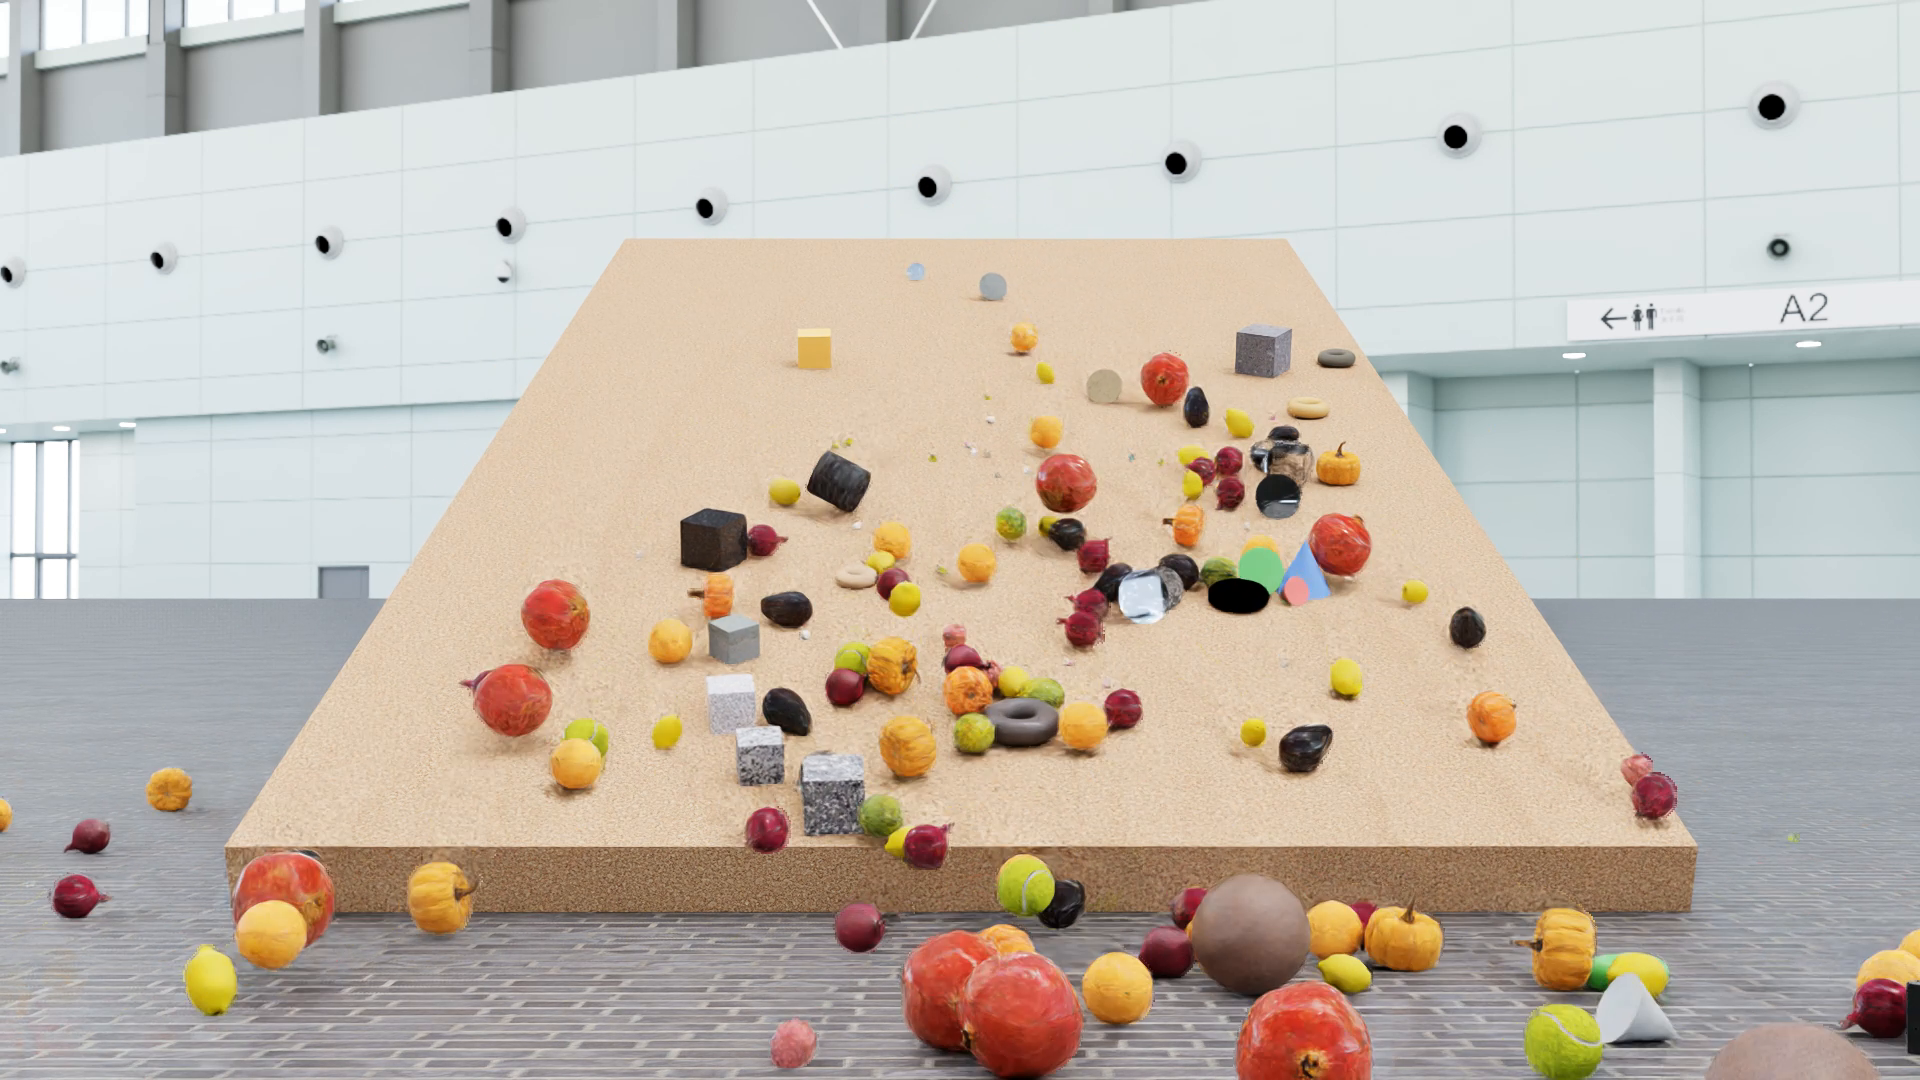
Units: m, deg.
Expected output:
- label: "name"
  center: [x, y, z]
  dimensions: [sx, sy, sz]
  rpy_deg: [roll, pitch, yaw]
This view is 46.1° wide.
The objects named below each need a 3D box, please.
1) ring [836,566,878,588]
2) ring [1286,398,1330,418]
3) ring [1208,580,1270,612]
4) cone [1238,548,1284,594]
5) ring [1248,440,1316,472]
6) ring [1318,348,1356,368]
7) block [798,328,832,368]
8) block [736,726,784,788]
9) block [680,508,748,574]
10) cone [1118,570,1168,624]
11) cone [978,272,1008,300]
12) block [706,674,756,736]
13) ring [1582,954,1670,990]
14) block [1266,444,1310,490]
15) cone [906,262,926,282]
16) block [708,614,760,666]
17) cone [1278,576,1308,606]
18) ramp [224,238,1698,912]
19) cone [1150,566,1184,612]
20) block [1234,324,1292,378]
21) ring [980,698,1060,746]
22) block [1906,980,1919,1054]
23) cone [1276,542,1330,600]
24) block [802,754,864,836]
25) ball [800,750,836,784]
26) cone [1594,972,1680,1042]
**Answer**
- label: "ring"
  center: [-0.183, 0.066, 4.018]
  dimensions: [0.077, 0.026, 0.077]
  rpy_deg: [1, 19, 0]
- label: "ring"
  center: [0.777, -0.295, 5.039]
  dimensions: [0.095, 0.032, 0.095]
  rpy_deg: [1, 19, 0]
- label: "ring"
  center: [0.484, 0.097, 3.919]
  dimensions: [0.107, 0.036, 0.107]
  rpy_deg: [0, 18, 0]
- label: "cone"
  center: [0.523, 0.060, 4.018]
  dimensions: [0.085, 0.085, 0.085]
  rpy_deg: [0, -8, -10]
- label: "ring"
  center: [0.665, -0.171, 4.664]
  dimensions: [0.137, 0.046, 0.137]
  rpy_deg: [2, 23, -1]
- label: "ring"
  center: [0.909, -0.439, 5.449]
  dimensions: [0.091, 0.030, 0.091]
  rpy_deg: [-1, 20, 0]
- label: "block"
  center: [-0.350, -0.461, 5.434]
  dimensions: [0.078, 0.078, 0.078]
  rpy_deg: [-1, 19, -3]
- label: "block"
  center: [-0.289, 0.312, 3.260]
  dimensions: [0.064, 0.064, 0.064]
  rpy_deg: [-3, 20, -8]
- label: "block"
  center: [-0.448, 0.000, 4.111]
  dimensions: [0.086, 0.086, 0.086]
  rpy_deg: [10, 22, 26]
- label: "cone"
  center: [0.296, 0.104, 3.886]
  dimensions: [0.095, 0.095, 0.095]
  rpy_deg: [1, -9, -21]
- label: "cone"
  center: [0.080, -0.676, 6.111]
  dimensions: [0.079, 0.079, 0.079]
  rpy_deg: [0, -8, -14]
- label: "block"
  center: [-0.347, 0.250, 3.429]
  dimensions: [0.069, 0.069, 0.069]
  rpy_deg: [-3, 20, -9]
- label: "ring"
  center: [0.739, 0.481, 2.508]
  dimensions: [0.094, 0.031, 0.094]
  rpy_deg: [-4, 0, 0]
- label: "block"
  center: [0.663, -0.148, 4.558]
  dimensions: [0.072, 0.072, 0.072]
  rpy_deg: [7, 21, 19]
- label: "cone"
  center: [-0.119, -0.744, 6.319]
  dimensions: [0.052, 0.052, 0.052]
  rpy_deg: [0, -7, 7]
- label: "block"
  center: [-0.369, 0.163, 3.689]
  dimensions: [0.060, 0.060, 0.060]
  rpy_deg: [-15, 25, -37]
- label: "cone"
  center: [0.572, 0.094, 3.946]
  dimensions: [0.052, 0.052, 0.052]
  rpy_deg: [1, -10, -30]
- label: "ramp"
  center: [-0.005, -0.201, 4.967]
  dimensions: [2.000, 0.100, 4.000]
  rpy_deg: [0, 19, 0]
- label: "cone"
  center: [0.353, 0.090, 3.935]
  dimensions: [0.079, 0.079, 0.079]
  rpy_deg: [0, -8, 10]
- label: "block"
  center: [0.723, -0.451, 5.378]
  dimensions: [0.100, 0.100, 0.100]
  rpy_deg: [11, 22, 29]
- label: "ring"
  center: [0.091, 0.274, 3.406]
  dimensions: [0.122, 0.041, 0.122]
  rpy_deg: [-1, 20, 0]
- label: "block"
  center: [0.949, 0.455, 2.149]
  dimensions: [0.066, 0.066, 0.066]
  rpy_deg: [1, -2, -44]
- label: "cone"
  center: [0.607, 0.045, 3.975]
  dimensions: [0.096, 0.096, 0.096]
  rpy_deg: [0, 19, 0]
- label: "block"
  center: [-0.175, 0.352, 3.120]
  dimensions: [0.082, 0.082, 0.082]
  rpy_deg: [-1, 19, -3]
- label: "ball"
  center: [-0.193, 0.332, 3.197]
  dimensions: [0.070, 0.070, 0.070]
  rpy_deg: [0, -1, 0]
- label: "cone"
  center: [0.675, 0.473, 2.210]
  dimensions: [0.074, 0.074, 0.074]
  rpy_deg: [27, -6, -9]
